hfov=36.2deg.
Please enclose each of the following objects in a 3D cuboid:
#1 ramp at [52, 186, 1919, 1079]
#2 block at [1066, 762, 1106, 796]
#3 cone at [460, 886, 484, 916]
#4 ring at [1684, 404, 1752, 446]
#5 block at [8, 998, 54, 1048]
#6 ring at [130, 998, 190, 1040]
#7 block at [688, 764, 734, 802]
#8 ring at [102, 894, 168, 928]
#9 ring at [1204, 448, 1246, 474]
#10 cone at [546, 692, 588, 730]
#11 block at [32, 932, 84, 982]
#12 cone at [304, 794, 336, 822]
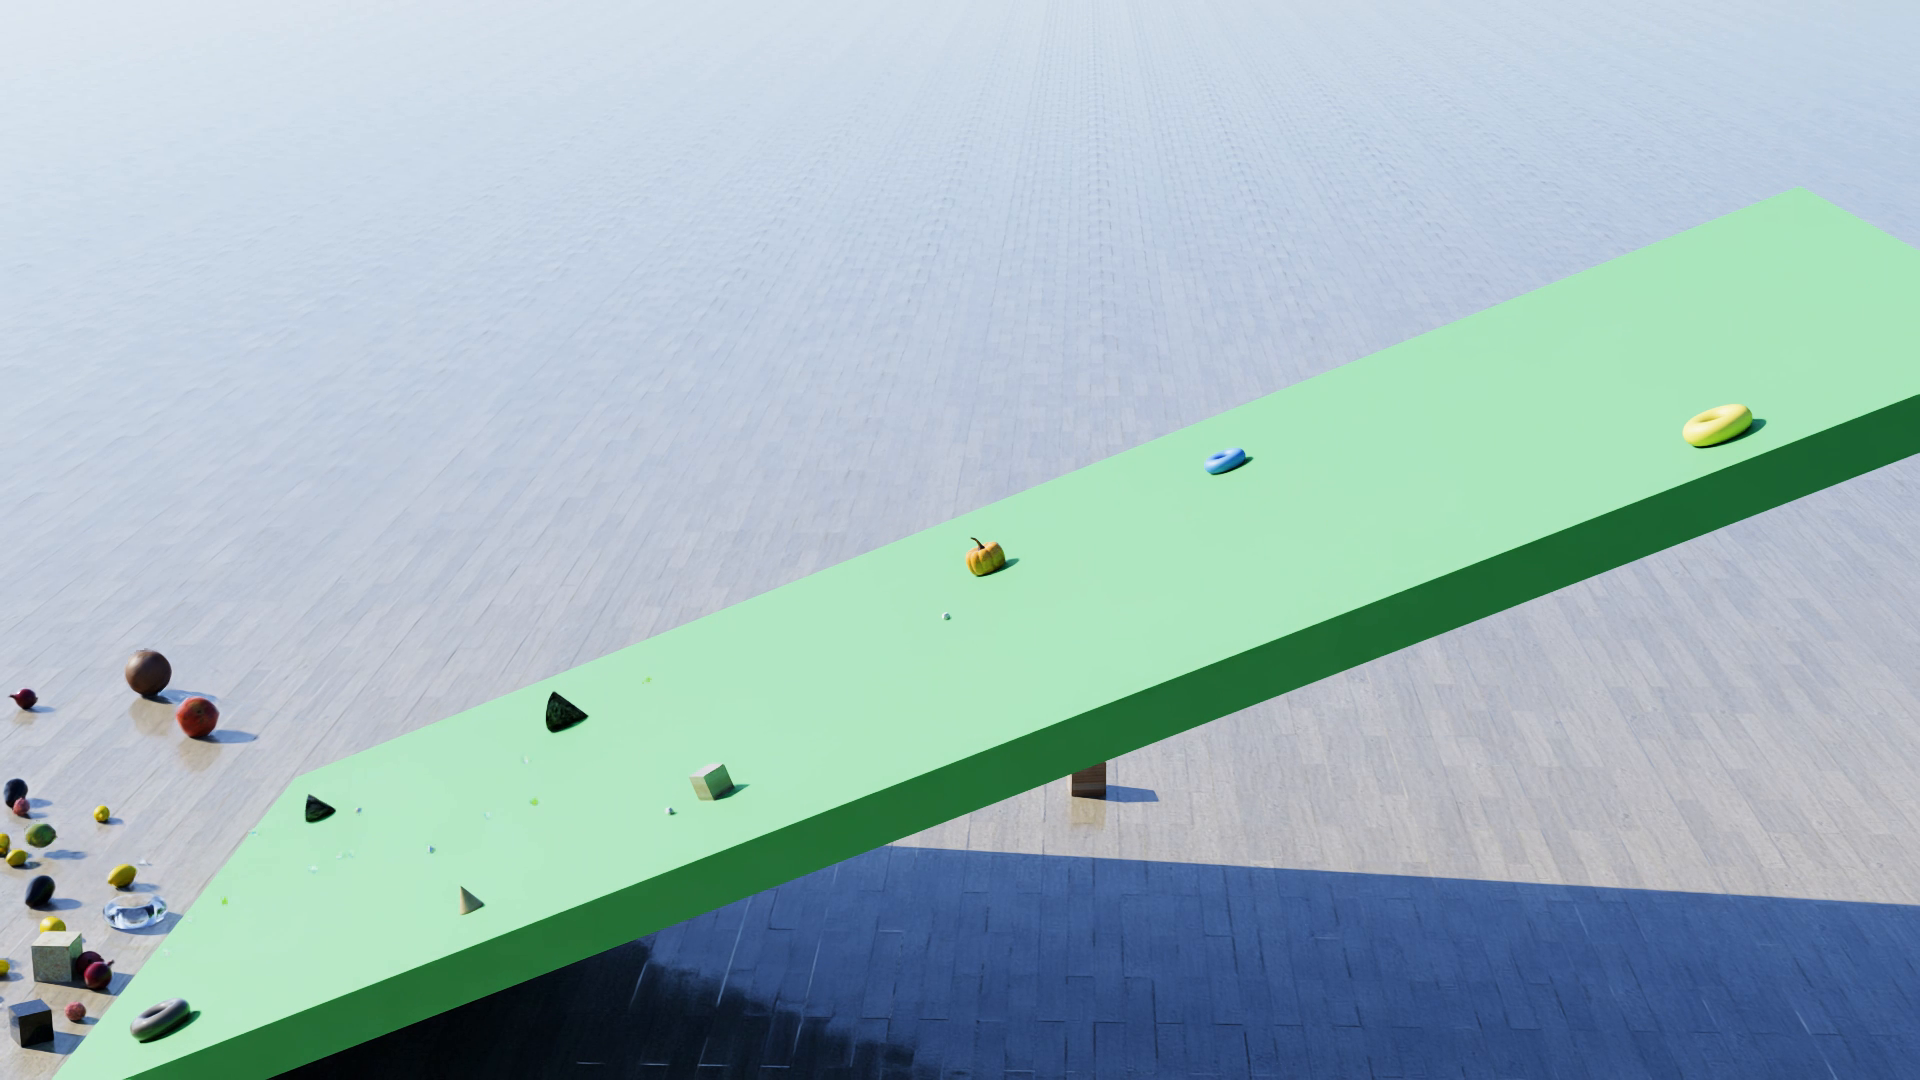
[{"bbox_3d":[0.126,0.172,6.288,4.000,0.100,2.000,-21,12,8],"label":"ramp"},{"bbox_3d":[0.330,0.610,7.687,0.091,0.091,0.091,-2,14,-6],"label":"block"},{"bbox_3d":[-0.955,0.690,5.683,0.052,0.052,0.052,-22,12,5],"label":"cone"},{"bbox_3d":[1.369,-0.208,5.315,0.127,0.042,0.127,-21,11,4],"label":"ring"},{"bbox_3d":[-1.942,1.010,6.149,0.069,0.069,0.069,-10,17,-34],"label":"block"},{"bbox_3d":[-1.567,0.938,5.760,0.124,0.041,0.124,-23,11,5],"label":"ring"},{"bbox_3d":[-0.485,0.473,5.748,0.054,0.054,0.054,-31,15,-34],"label":"block"},{"bbox_3d":[-1.906,0.857,6.797,0.147,0.049,0.147,-1,13,0],"label":"ring"},{"bbox_3d":[0.596,-0.178,6.619,0.097,0.032,0.097,-21,13,5],"label":"ring"},{"bbox_3d":[-0.906,0.404,6.841,0.091,0.091,0.091,7,15,10],"label":"cone"},{"bbox_3d":[-1.989,0.918,6.483,0.084,0.084,0.084,1,14,2],"label":"block"},{"bbox_3d":[-1.509,0.637,6.964,0.069,0.069,0.069,5,14,-1],"label":"cone"}]
